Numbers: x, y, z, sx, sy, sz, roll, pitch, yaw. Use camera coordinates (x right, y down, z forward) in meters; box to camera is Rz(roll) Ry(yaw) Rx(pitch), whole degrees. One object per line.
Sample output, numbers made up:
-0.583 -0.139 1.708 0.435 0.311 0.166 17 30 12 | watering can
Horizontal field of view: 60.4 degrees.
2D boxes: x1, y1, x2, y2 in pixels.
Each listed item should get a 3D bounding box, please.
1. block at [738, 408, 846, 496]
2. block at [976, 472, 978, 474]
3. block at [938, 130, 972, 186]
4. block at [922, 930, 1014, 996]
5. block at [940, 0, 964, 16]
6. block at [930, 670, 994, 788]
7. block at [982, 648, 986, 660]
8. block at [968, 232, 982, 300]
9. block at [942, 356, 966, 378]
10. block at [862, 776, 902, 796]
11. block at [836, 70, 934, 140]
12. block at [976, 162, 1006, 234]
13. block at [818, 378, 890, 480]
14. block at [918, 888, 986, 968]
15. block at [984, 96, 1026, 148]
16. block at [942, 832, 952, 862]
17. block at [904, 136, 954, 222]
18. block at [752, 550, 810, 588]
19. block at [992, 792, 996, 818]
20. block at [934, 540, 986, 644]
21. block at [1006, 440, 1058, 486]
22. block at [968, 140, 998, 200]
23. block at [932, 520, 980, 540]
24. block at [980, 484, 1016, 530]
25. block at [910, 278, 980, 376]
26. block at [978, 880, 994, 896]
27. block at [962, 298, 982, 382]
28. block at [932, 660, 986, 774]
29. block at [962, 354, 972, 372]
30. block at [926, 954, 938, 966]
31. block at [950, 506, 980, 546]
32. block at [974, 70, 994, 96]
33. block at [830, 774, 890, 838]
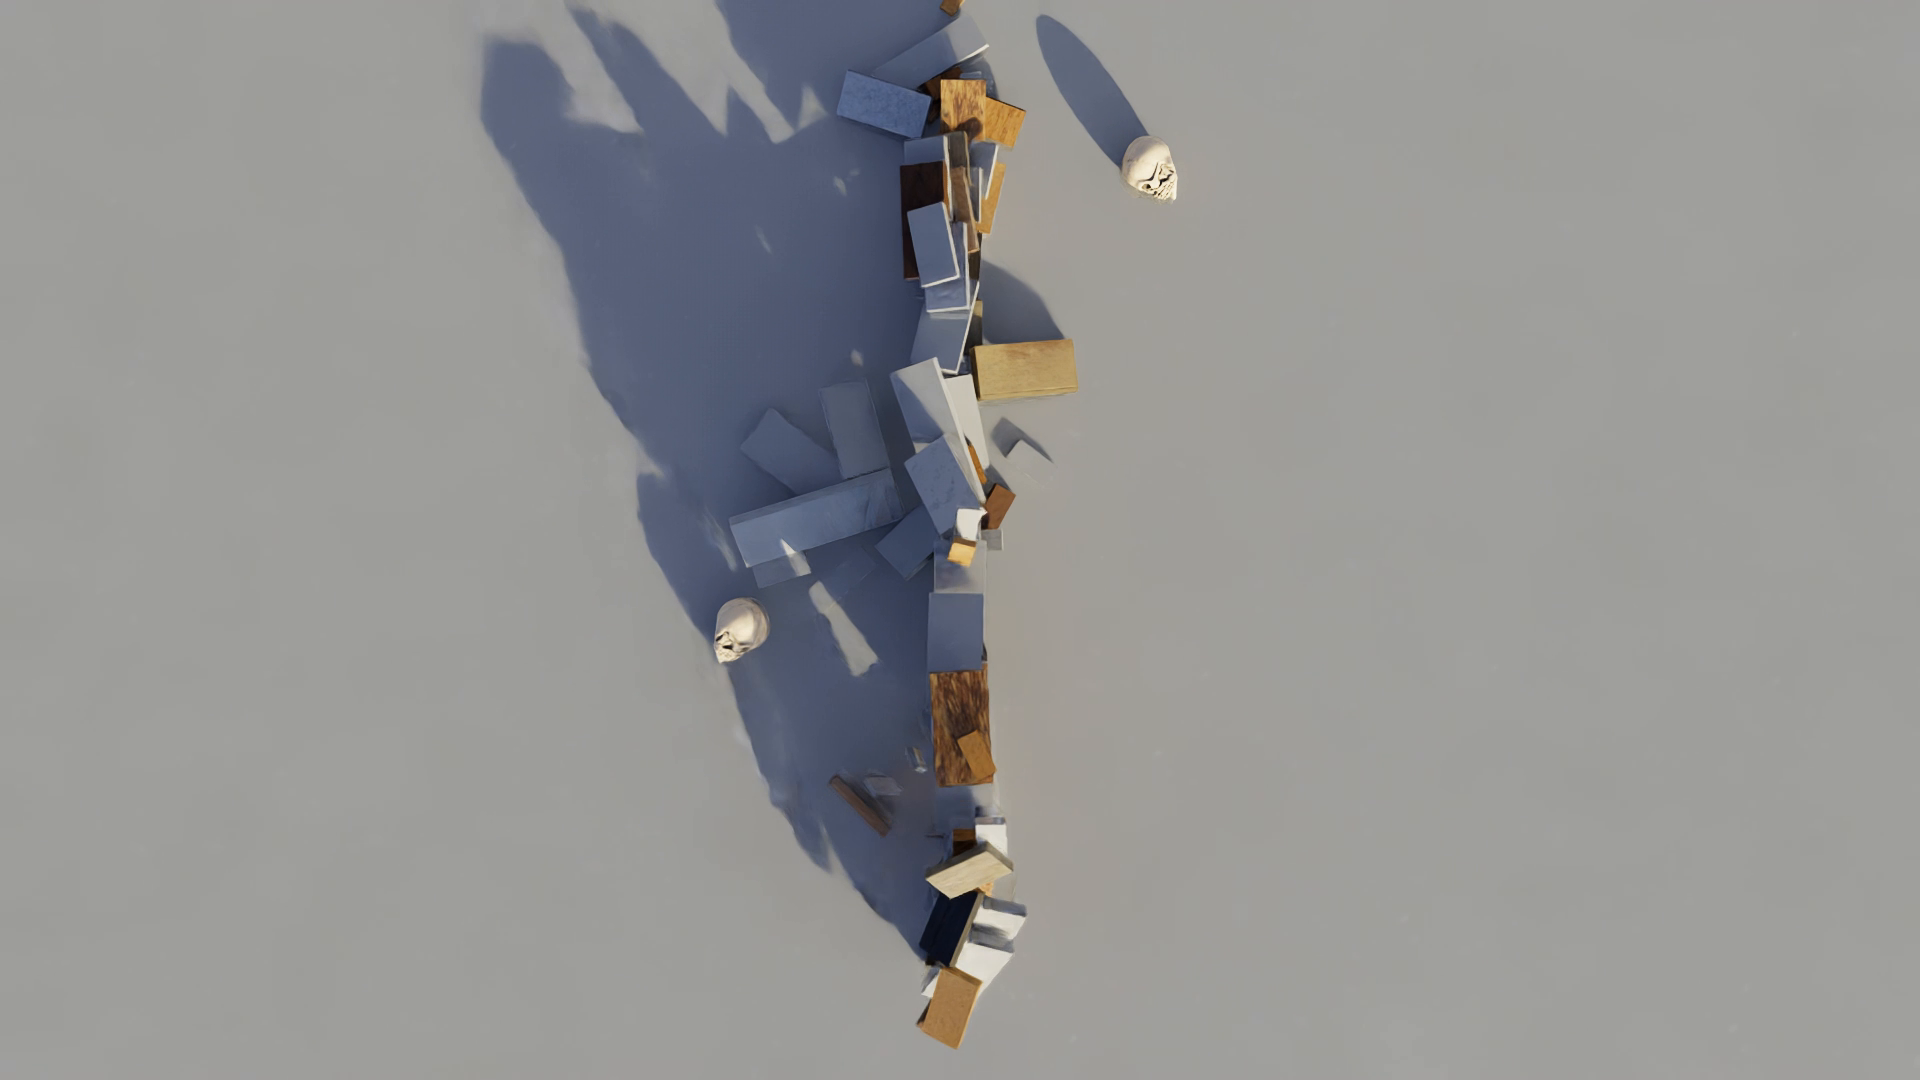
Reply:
-0.542 -0.265 5.475 0.350 0.050 0.175 38 90 0 | block
0.001 -0.243 5.336 0.065 0.018 0.130 -31 92 20 | block
-0.017 -1.235 5.365 0.088 0.025 0.176 -6 88 17 | block
0.022 1.382 5.330 0.176 0.050 0.353 17 132 -15 | block
-0.017 -1.799 5.493 0.050 0.014 0.101 38 90 0 | block
0.004 0.563 4.932 0.168 0.048 0.336 -4 86 0 | block
-0.003 0.378 5.326 0.173 0.346 0.049 0 89 0 | block
-0.016 -0.858 5.430 0.156 0.044 0.312 4 103 1 | block
-0.021 -0.492 5.374 0.111 0.031 0.221 -14 101 3 | block
-0.255 0.811 5.426 0.019 0.135 0.068 -51 59 20 | block
-0.248 -1.437 5.447 0.292 0.041 0.146 18 112 2 | block
0.069 -1.136 5.439 0.115 0.033 0.230 14 95 -2 | block
-0.350 -0.366 5.448 0.156 0.044 0.312 -15 85 -12 | block
-0.026 1.188 5.164 0.131 0.037 0.261 28 101 35 | block
0.083 -1.400 5.446 0.243 0.034 0.121 19 112 -7 | block
0.015 1.031 5.451 0.137 0.039 0.274 4 89 -24 | block
-0.101 -1.153 5.314 0.137 0.039 0.274 -5 89 19 | block
-0.596 0.093 5.487 0.181 0.026 0.090 -17 90 0 | block
0.040 0.844 5.429 0.137 0.039 0.274 -2 78 -25 | block
0.001 0.162 5.154 0.162 0.046 0.323 0 90 0 | block
0.240 -0.256 5.489 0.161 0.023 0.081 37 91 0 | block
0.063 -1.212 5.393 0.088 0.025 0.176 13 95 14 | block
-0.012 -0.114 5.405 0.152 0.043 0.304 -3 72 6 | block
0.112 -0.099 5.474 0.081 0.023 0.161 29 90 -22 | block
-0.050 -0.701 5.335 0.156 0.044 0.312 12 80 8 | block
0.037 1.135 5.406 0.137 0.039 0.274 5 107 -24 | block
-0.003 -0.634 5.438 0.156 0.044 0.312 -1 105 0 | block
-0.003 0.550 5.125 0.173 0.049 0.347 0 90 0 | block
-0.020 -0.505 5.430 0.111 0.031 0.221 5 109 -2 | block
-0.064 1.357 5.456 0.060 0.017 0.120 23 90 0 | block
0.017 -0.037 5.083 0.070 0.020 0.140 4 119 -11 | block
0.057 -1.485 5.490 0.068 0.019 0.136 21 90 0 | block
-0.331 0.874 5.436 0.248 0.124 0.035 44 84 0 | block
